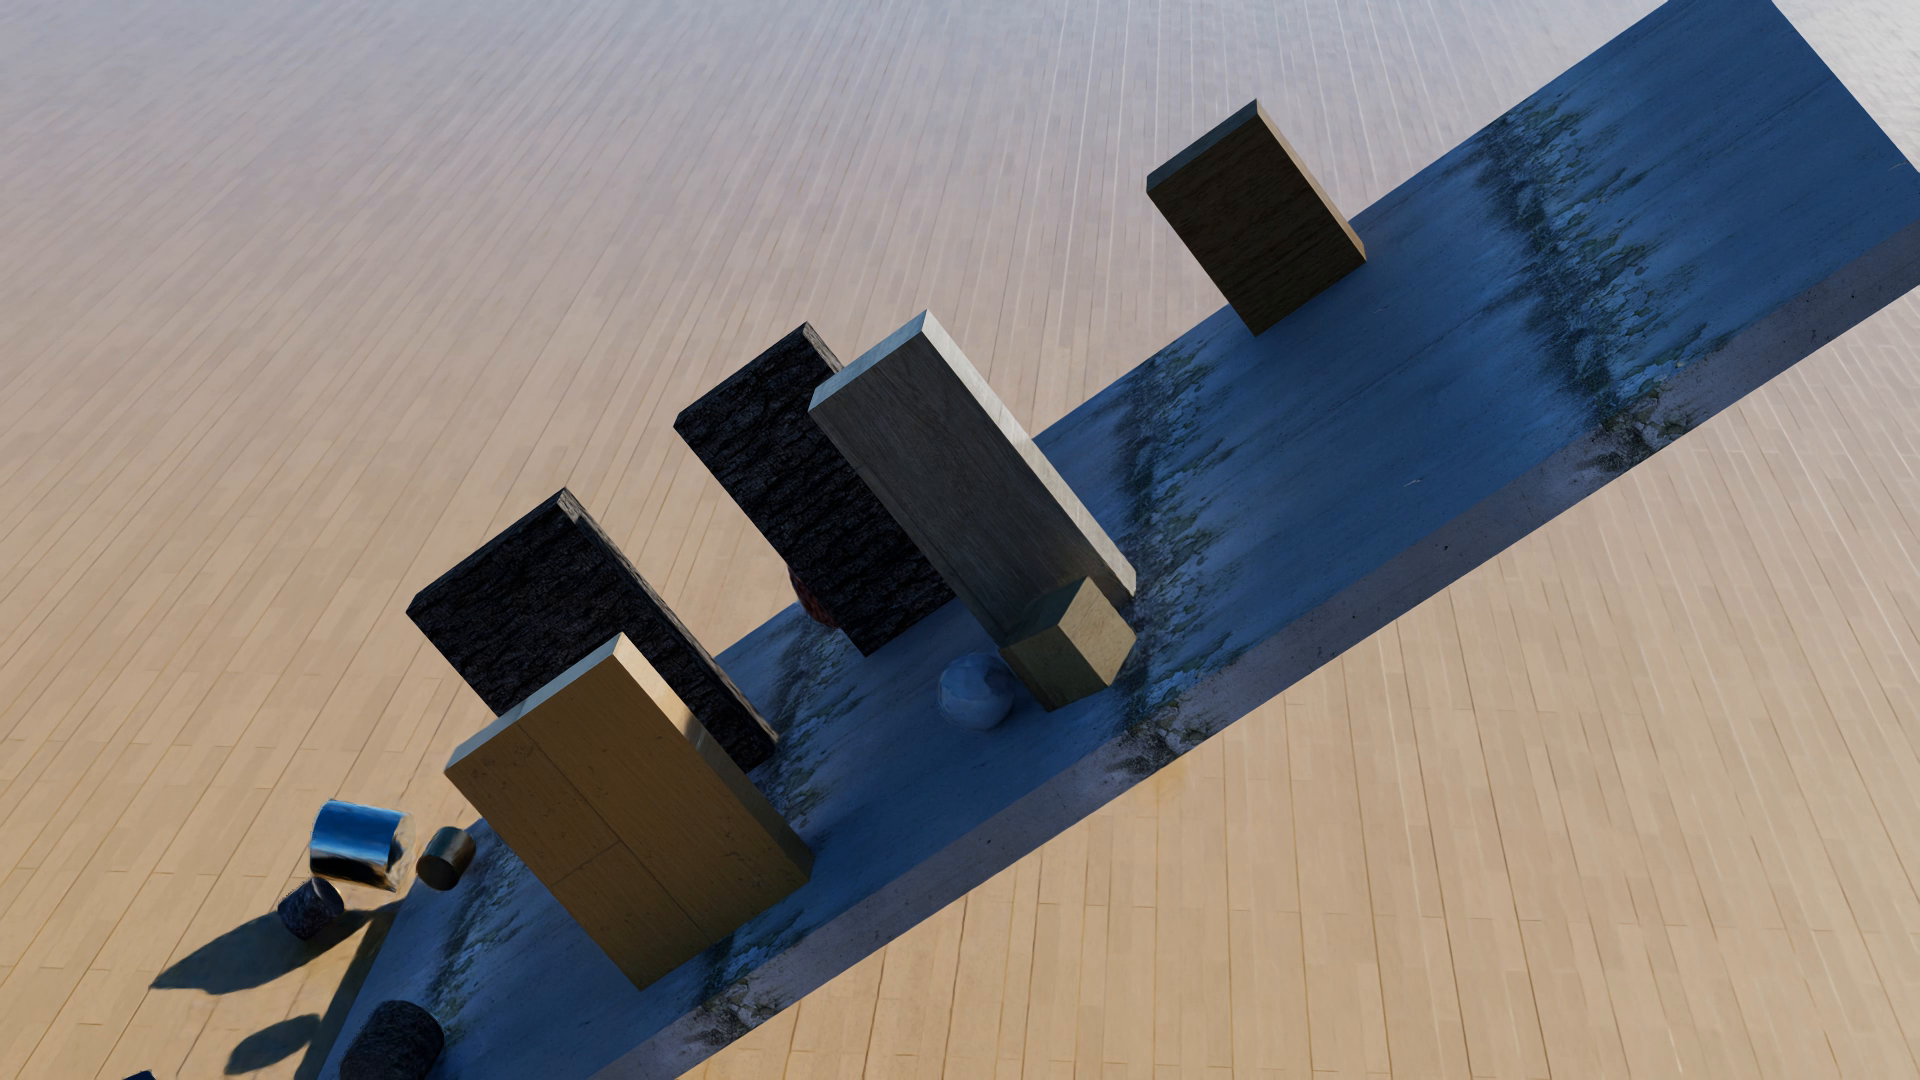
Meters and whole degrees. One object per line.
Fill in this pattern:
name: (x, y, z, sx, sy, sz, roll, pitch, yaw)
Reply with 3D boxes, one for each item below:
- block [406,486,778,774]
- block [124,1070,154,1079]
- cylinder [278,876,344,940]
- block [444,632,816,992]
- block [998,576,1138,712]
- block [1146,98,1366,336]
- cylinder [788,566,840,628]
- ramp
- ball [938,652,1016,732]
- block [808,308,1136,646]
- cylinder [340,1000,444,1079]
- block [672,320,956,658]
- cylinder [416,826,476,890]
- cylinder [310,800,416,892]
block: (-0.813, 0.300, 6.540, 0.442, 0.746, 0.100, -34, 16, 17)
block: (-1.862, 1.317, 6.622, 0.153, 0.153, 0.153, -20, 24, -26)
cylinder: (-1.663, 0.943, 7.538, 0.118, 0.118, 0.118, -38, 22, 8)
block: (-0.644, 0.538, 5.760, 0.434, 0.601, 0.102, -34, 16, 17)
block: (0.206, 0.199, 5.606, 0.159, 0.159, 0.159, -26, 20, 39)
block: (0.670, -0.728, 6.659, 0.305, 0.422, 0.140, -34, 16, 17)
cylinder: (-0.293, 0.084, 6.976, 0.207, 0.207, 0.207, -4, 13, -9)
ramp: (0.128, 0.179, 6.323, 4.000, 0.100, 2.000, -34, 16, 17)
ball: (0.033, 0.296, 5.736, 0.155, 0.155, 0.155, 0, 23, 0)
block: (0.029, -0.093, 5.832, 0.282, 0.690, 0.138, -34, 16, 17)
cylinder: (-1.212, 1.102, 6.278, 0.167, 0.167, 0.167, 6, 33, 14)
block: (-0.275, -0.107, 6.565, 0.368, 0.690, 0.086, -34, 16, 17)
cylinder: (-1.292, 0.801, 7.399, 0.114, 0.114, 0.114, 7, 36, 15)
cylinder: (-1.561, 0.799, 7.690, 0.210, 0.210, 0.210, 9, 24, 8)
